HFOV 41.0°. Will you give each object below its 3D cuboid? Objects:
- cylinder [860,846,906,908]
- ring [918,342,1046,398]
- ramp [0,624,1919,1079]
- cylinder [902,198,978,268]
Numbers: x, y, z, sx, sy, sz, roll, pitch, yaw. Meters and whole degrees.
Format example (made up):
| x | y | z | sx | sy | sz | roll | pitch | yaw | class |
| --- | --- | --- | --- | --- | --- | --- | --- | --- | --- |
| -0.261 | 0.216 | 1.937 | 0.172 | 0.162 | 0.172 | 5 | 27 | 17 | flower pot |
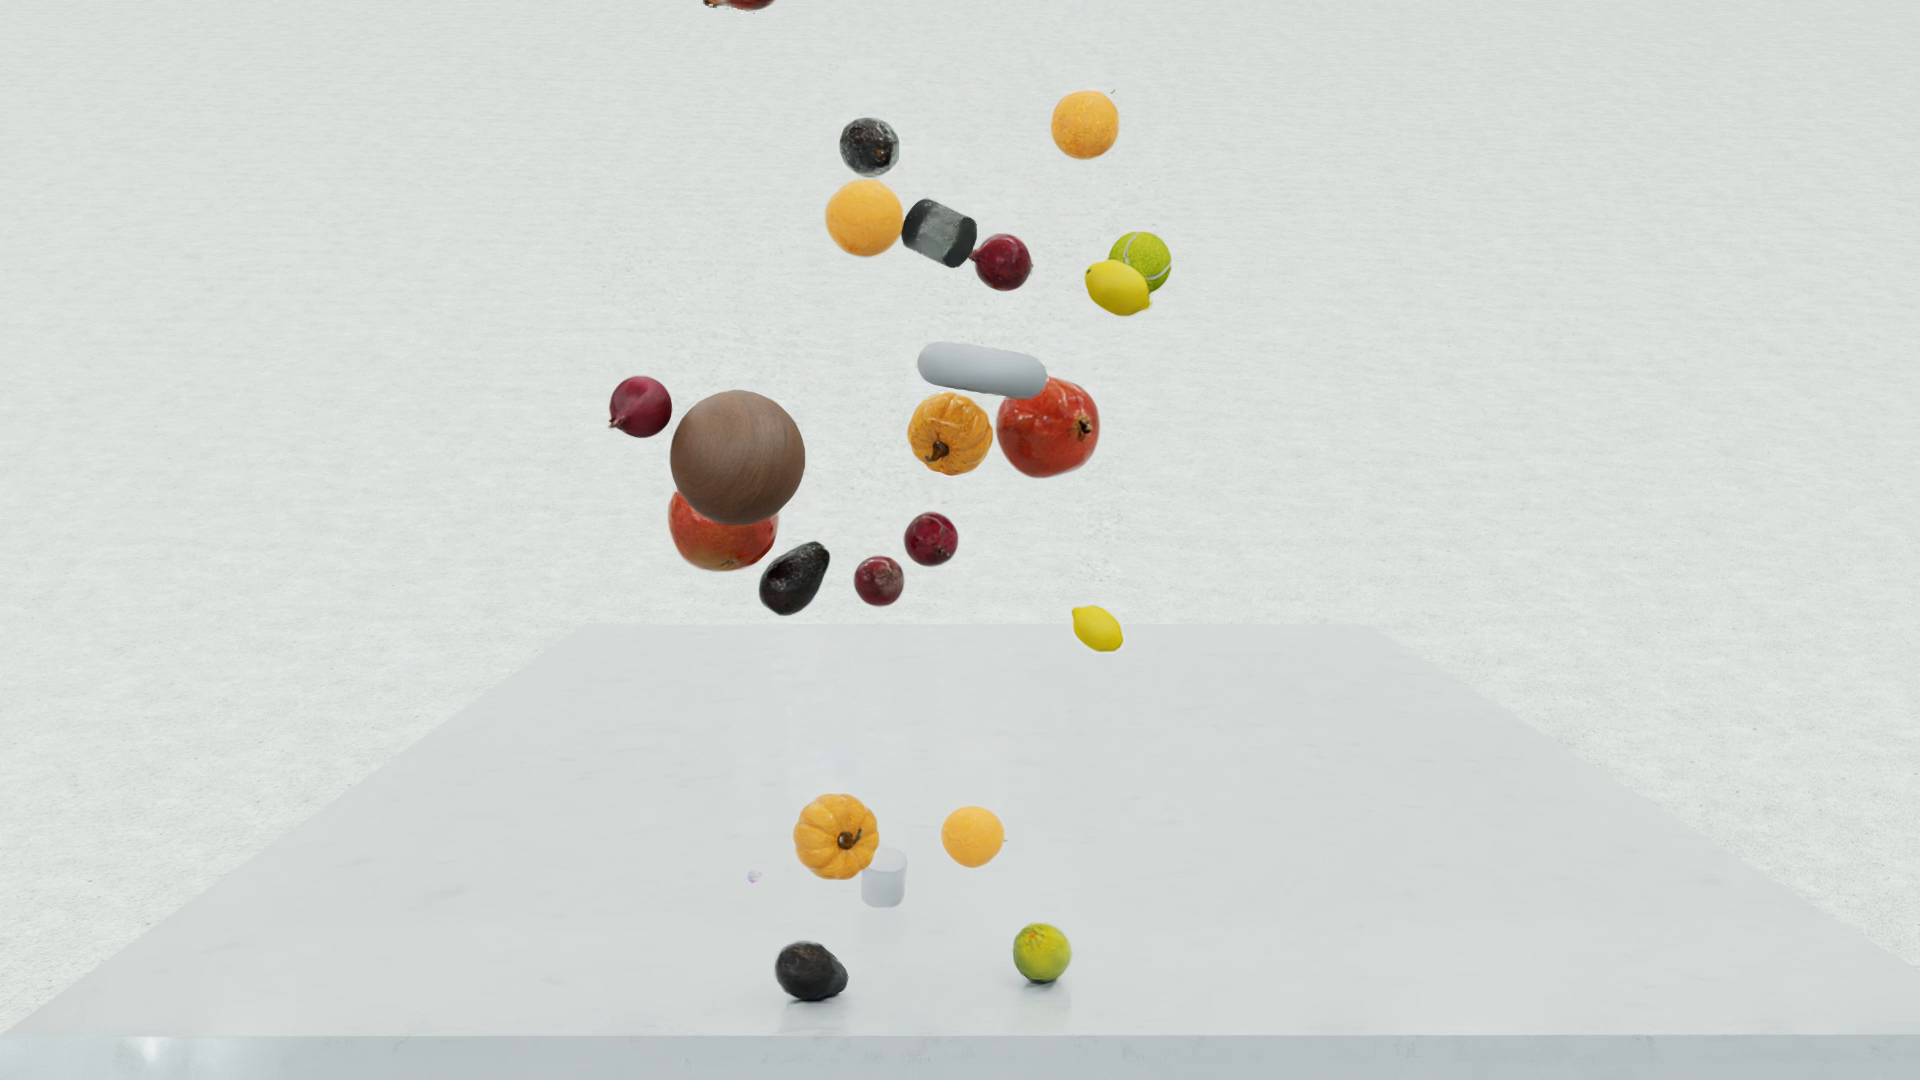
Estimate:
| x | y | z | sx | sy | sz | roll | pitch | yaw | class |
| --- | --- | --- | --- | --- | --- | --- | --- | --- | --- |
| -0.092 | 0.407 | 3.094 | 0.053 | 0.053 | 0.053 | 4 | 27 | -2 | cylinder |
| 0.022 | -0.172 | 2.590 | 0.132 | 0.044 | 0.132 | 9 | 2 | 0 | ring |
| 0.045 | 0.402 | 4.539 | 2.000 | 0.100 | 4.000 | 0 | 4 | 0 | ramp |
| -0.020 | -0.301 | 2.514 | 0.053 | 0.053 | 0.053 | 28 | 31 | 29 | cylinder |
